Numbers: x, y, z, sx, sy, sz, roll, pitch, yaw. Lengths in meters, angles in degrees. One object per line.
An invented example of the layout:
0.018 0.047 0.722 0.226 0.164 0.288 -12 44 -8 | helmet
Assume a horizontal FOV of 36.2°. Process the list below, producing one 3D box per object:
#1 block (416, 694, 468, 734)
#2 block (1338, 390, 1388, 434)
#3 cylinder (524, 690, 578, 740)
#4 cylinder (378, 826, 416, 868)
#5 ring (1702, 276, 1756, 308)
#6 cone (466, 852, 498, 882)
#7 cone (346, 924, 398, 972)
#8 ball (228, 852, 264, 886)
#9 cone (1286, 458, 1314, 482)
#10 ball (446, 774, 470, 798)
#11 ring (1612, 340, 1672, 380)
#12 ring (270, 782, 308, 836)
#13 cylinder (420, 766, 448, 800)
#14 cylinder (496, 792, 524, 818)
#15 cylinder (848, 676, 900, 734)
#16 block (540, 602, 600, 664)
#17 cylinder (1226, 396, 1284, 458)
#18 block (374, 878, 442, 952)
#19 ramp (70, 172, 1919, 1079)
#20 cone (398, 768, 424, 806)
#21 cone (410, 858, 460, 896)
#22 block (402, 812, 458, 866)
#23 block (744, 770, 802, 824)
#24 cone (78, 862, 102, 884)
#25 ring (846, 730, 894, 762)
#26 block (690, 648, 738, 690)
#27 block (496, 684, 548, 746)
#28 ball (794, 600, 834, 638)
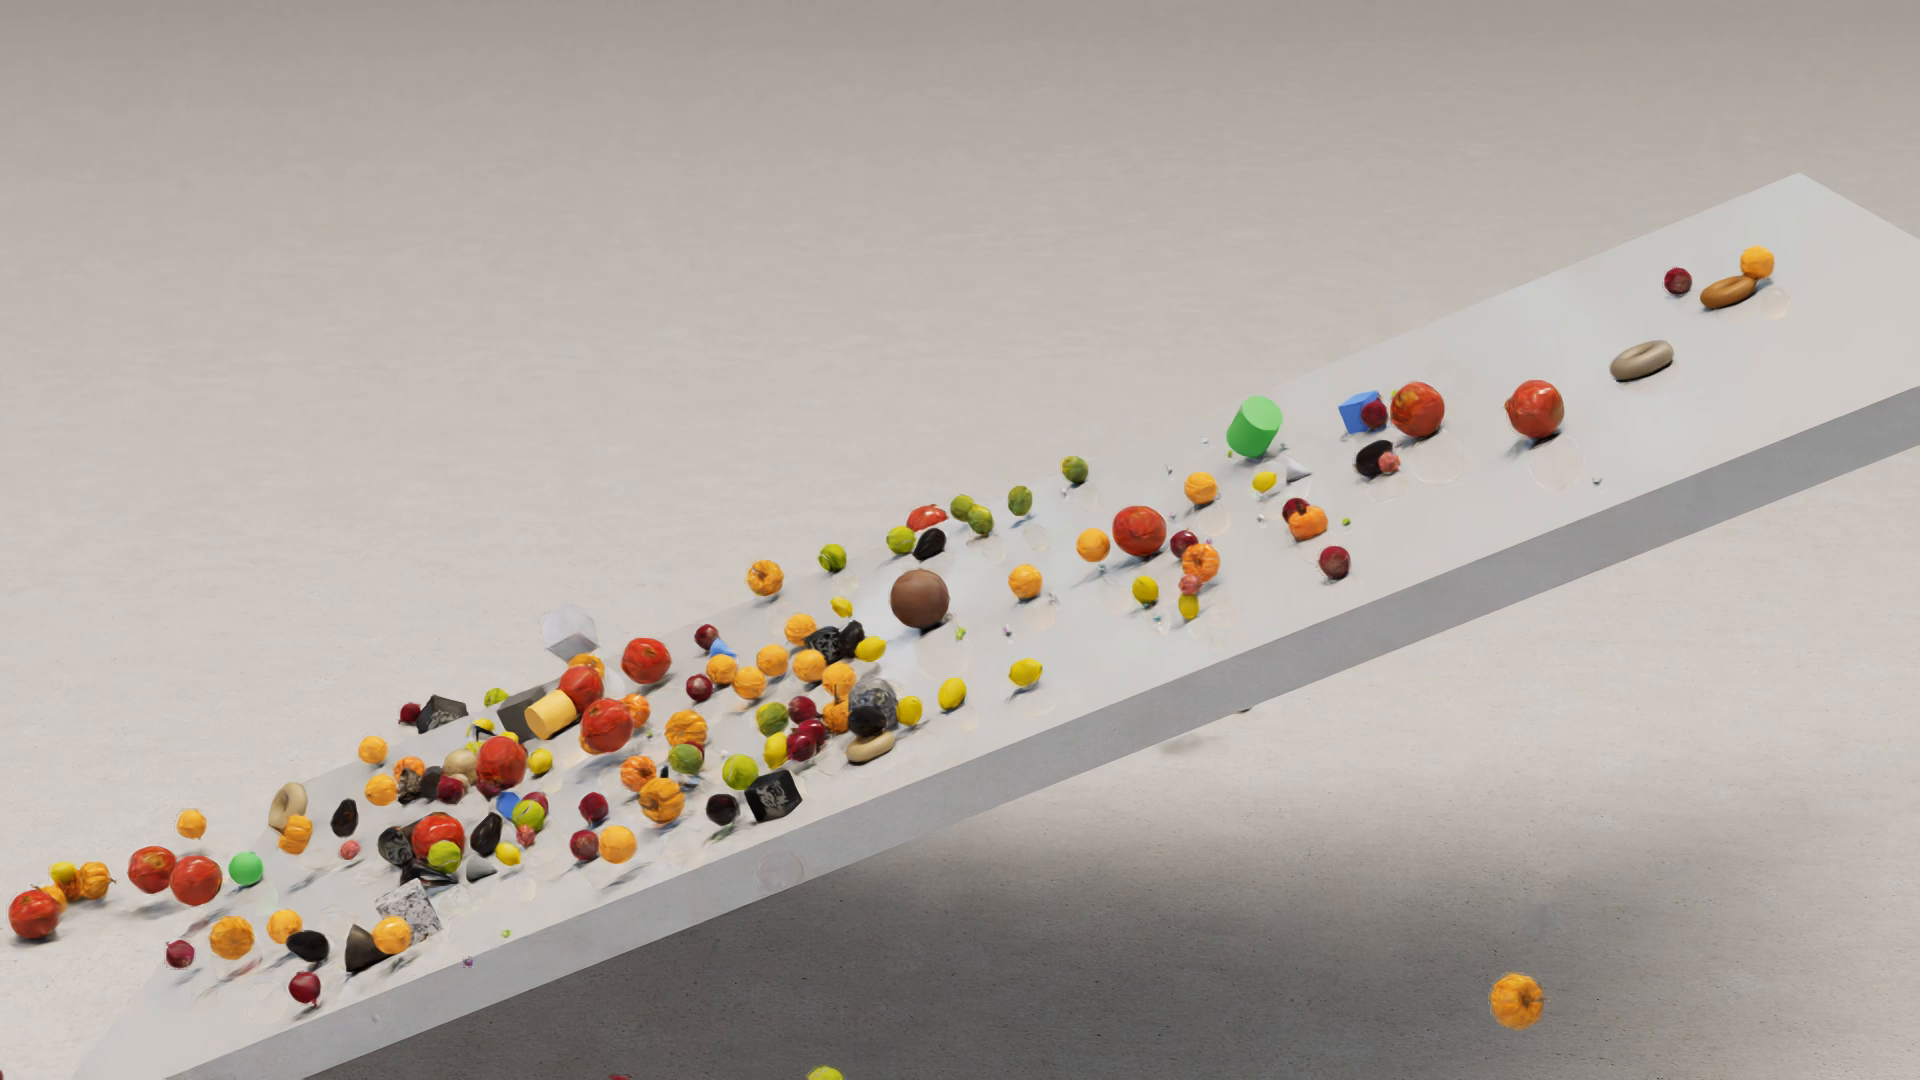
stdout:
-1.324 0.472 7.535 0.094 0.094 0.094 18 33 -32 | block
0.876 -0.278 6.392 0.066 0.066 0.066 -11 18 46 | block
-0.953 0.408 6.856 0.087 0.087 0.087 -32 31 -33 | cylinder
-1.200 0.657 6.299 0.078 0.078 0.078 -7 5 -24 | cylinder
1.599 -0.517 6.121 0.116 0.039 0.116 -22 12 5 | ring
-0.957 0.665 5.939 0.059 0.059 0.059 8 16 14 | cone
-1.130 0.794 5.687 0.093 0.093 0.093 5 15 5 | cone
-1.627 0.749 6.702 0.078 0.078 0.078 0 15 0 | ball
0.721 -0.144 6.219 0.054 0.054 0.054 8 16 13 | cone
-1.138 0.555 6.663 0.054 0.054 0.054 0 15 0 | ball
1.365 -0.360 5.888 0.130 0.043 0.130 -24 12 5 | ring
-1.589 0.636 6.958 0.043 0.130 0.130 25 -2 -36 | ring
-1.208 0.557 6.753 0.063 0.063 0.063 -2 10 -7 | cylinder
-0.963 0.568 6.295 0.052 0.052 0.052 -4 0 -16 | cylinder
-0.169 0.325 5.737 0.096 0.096 0.096 -2 11 -6 | cylinder
-0.985 0.234 7.426 0.096 0.096 0.096 -27 -36 14 | block
0.651 -0.250 6.502 0.098 0.098 0.098 11 50 -13 | cylinder
-1.075 0.730 5.730 0.094 0.094 0.094 -26 13 -11 | block
0.129 0.171 6.286 4.000 0.100 2.000 -22 13 8 | ramp
-1.246 0.576 6.813 0.086 0.086 0.086 4 15 15 | cone
-1.062 0.694 5.973 0.097 0.097 0.097 2 14 -5 | cone
-1.124 0.636 6.237 0.081 0.081 0.081 -27 13 -13 | block
-0.350 0.479 5.501 0.067 0.067 0.067 -16 15 31 | block
-2.094 0.809 7.113 0.052 0.052 0.052 12 -8 39 | cone
-0.172 0.393 5.608 0.099 0.033 0.099 -21 12 5 | ring
-0.549 0.289 6.578 0.066 0.066 0.066 -26 -15 17 | block
-1.021 0.414 6.944 0.094 0.094 0.094 -21 13 15 | block
-0.329 0.179 6.637 0.088 0.088 0.088 0 15 0 | ball
